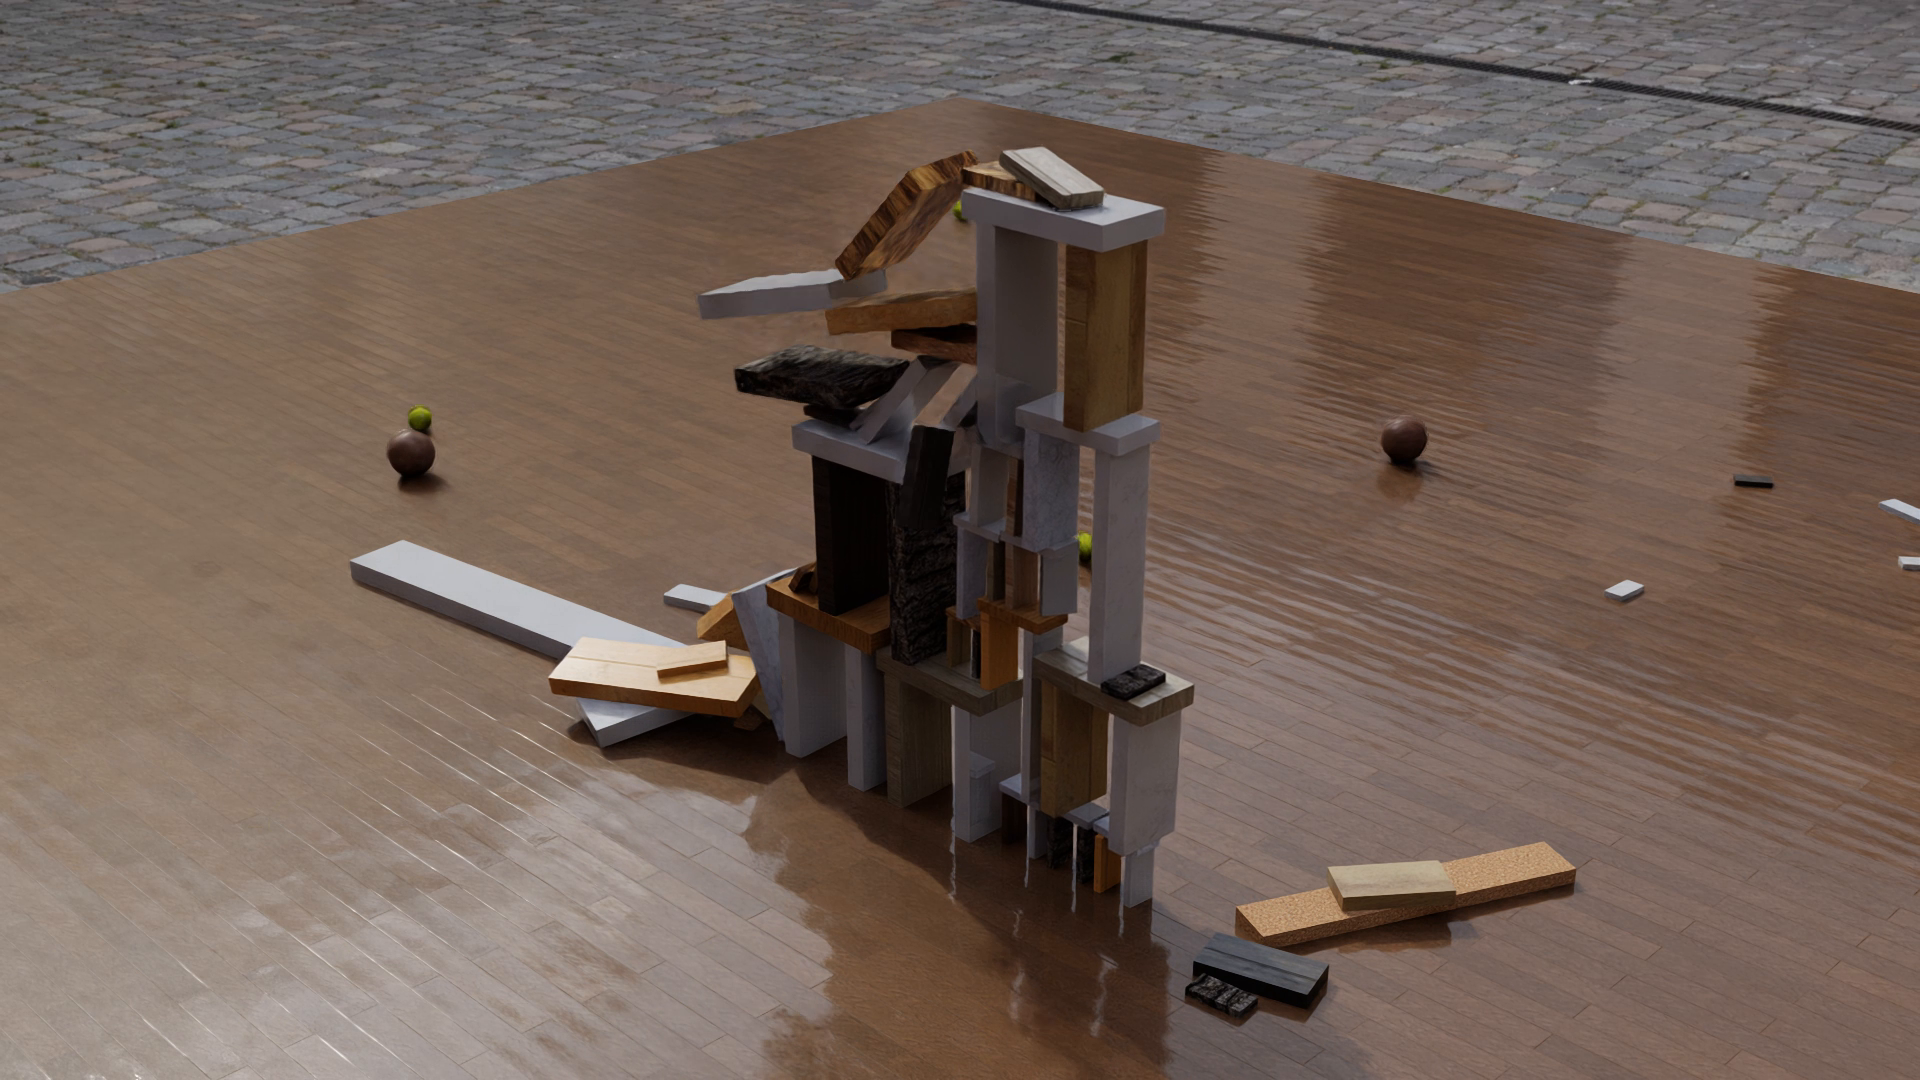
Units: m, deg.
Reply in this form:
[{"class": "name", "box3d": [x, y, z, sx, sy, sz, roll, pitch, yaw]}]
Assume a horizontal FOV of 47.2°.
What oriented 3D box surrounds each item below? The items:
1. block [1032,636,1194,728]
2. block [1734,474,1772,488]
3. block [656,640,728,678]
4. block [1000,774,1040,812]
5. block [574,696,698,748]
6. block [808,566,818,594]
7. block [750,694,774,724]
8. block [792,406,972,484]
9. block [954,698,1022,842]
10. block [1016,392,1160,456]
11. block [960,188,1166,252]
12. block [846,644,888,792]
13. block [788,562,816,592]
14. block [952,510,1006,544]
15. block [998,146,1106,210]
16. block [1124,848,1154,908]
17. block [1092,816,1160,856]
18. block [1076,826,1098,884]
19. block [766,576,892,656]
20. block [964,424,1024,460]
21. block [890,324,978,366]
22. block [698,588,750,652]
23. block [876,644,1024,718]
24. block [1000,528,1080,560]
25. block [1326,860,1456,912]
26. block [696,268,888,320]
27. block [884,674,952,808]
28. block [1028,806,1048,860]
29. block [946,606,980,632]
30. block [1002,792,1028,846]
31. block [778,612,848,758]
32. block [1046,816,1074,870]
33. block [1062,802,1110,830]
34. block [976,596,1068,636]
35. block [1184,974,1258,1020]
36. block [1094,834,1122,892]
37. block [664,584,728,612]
[{"class": "block", "box3d": [0.280, 0.257, 4.038, 0.139, 0.039, 0.277, -19, 30, -38]}, {"class": "block", "box3d": [2.211, -0.164, 6.130, 0.099, 0.014, 0.050, 5, 23, 11]}, {"class": "block", "box3d": [-0.582, 0.259, 4.773, 0.150, 0.021, 0.075, -9, 32, -1]}, {"class": "block", "box3d": [0.136, 0.492, 4.292, 0.056, 0.016, 0.113, -20, 30, -39]}, {"class": "block", "box3d": [-0.658, 0.336, 4.816, 0.336, 0.048, 0.168, -20, 33, -18]}, {"class": "block", "box3d": [-0.261, 0.039, 4.524, 0.021, 0.150, 0.075, 40, 42, 26]}, {"class": "block", "box3d": [-0.428, 0.371, 4.832, 0.045, 0.013, 0.091, -14, 39, -41]}, {"class": "block", "box3d": [-0.150, -0.185, 4.308, 0.339, 0.048, 0.170, 19, 30, 39]}, {"class": "block", "box3d": [0.056, 0.440, 4.352, 0.145, 0.291, 0.041, -21, 31, -41]}, {"class": "block", "box3d": [0.225, -0.206, 3.886, 0.234, 0.033, 0.117, 20, 30, 39]}, {"class": "block", "box3d": [0.175, -0.565, 3.794, 0.326, 0.046, 0.163, 21, 31, 40]}, {"class": "block", "box3d": [-0.158, 0.341, 4.540, 0.046, 0.326, 0.163, 21, 31, 41]}, {"class": "block", "box3d": [-0.294, 0.066, 4.570, 0.127, 0.063, 0.018, -22, 65, -41]}, {"class": "block", "box3d": [0.052, -0.028, 4.161, 0.063, 0.018, 0.125, -20, 31, -39]}, {"class": "block", "box3d": [0.157, -0.622, 3.771, 0.091, 0.026, 0.182, -13, 40, -33]}, {"class": "block", "box3d": [0.336, 0.627, 4.130, 0.059, 0.119, 0.017, -18, 29, -36]}, {"class": "block", "box3d": [0.312, 0.552, 4.131, 0.059, 0.017, 0.119, -18, 30, -36]}, {"class": "block", "box3d": [0.250, 0.593, 4.208, 0.017, 0.121, 0.061, 21, 31, 41]}, {"class": "block", "box3d": [-0.232, 0.140, 4.535, 0.163, 0.046, 0.326, -21, 31, -40]}, {"class": "block", "box3d": [0.092, -0.185, 4.048, 0.156, 0.022, 0.078, 21, 31, 40]}, {"class": "block", "box3d": [-0.001, -0.366, 4.067, 0.121, 0.034, 0.242, -19, 25, -42]}, {"class": "block", "box3d": [-0.414, 0.201, 4.936, 0.313, 0.157, 0.044, 18, 50, -34]}, {"class": "block", "box3d": [-0.013, 0.259, 4.349, 0.145, 0.041, 0.291, -21, 32, -40]}, {"class": "block", "box3d": [0.147, 0.000, 4.068, 0.136, 0.019, 0.068, 21, 31, 40]}, {"class": "block", "box3d": [0.807, 0.647, 4.118, 0.215, 0.030, 0.108, -3, 23, -6]}, {"class": "block", "box3d": [-0.333, -0.489, 4.347, 0.347, 0.049, 0.174, 0, 17, 38]}, {"class": "block", "box3d": [-0.084, 0.386, 4.476, 0.041, 0.291, 0.145, 21, 32, 41]}, {"class": "block", "box3d": [0.160, 0.562, 4.292, 0.056, 0.113, 0.016, -20, 30, -39]}, {"class": "block", "box3d": [0.026, 0.150, 4.272, 0.052, 0.015, 0.103, -18, 29, -37]}, {"class": "block", "box3d": [0.108, 0.542, 4.340, 0.016, 0.112, 0.056, 21, 31, 40]}, {"class": "block", "box3d": [-0.304, 0.283, 4.674, 0.046, 0.326, 0.163, 17, 29, 38]}, {"class": "block", "box3d": [0.195, 0.571, 4.260, 0.017, 0.121, 0.061, 18, 29, 36]}, {"class": "block", "box3d": [0.222, 0.516, 4.213, 0.061, 0.017, 0.121, -20, 30, -39]}, {"class": "block", "box3d": [0.117, 0.133, 4.155, 0.161, 0.023, 0.081, 21, 31, 40]}, {"class": "block", "box3d": [0.458, 0.800, 3.856, 0.114, 0.016, 0.057, 18, 29, 36]}, {"class": "block", "box3d": [0.281, 0.606, 4.180, 0.017, 0.119, 0.059, 21, 31, 41]}, {"class": "block", "box3d": [-0.644, 0.144, 5.393, 0.150, 0.021, 0.075, 12, 26, 25]}]
